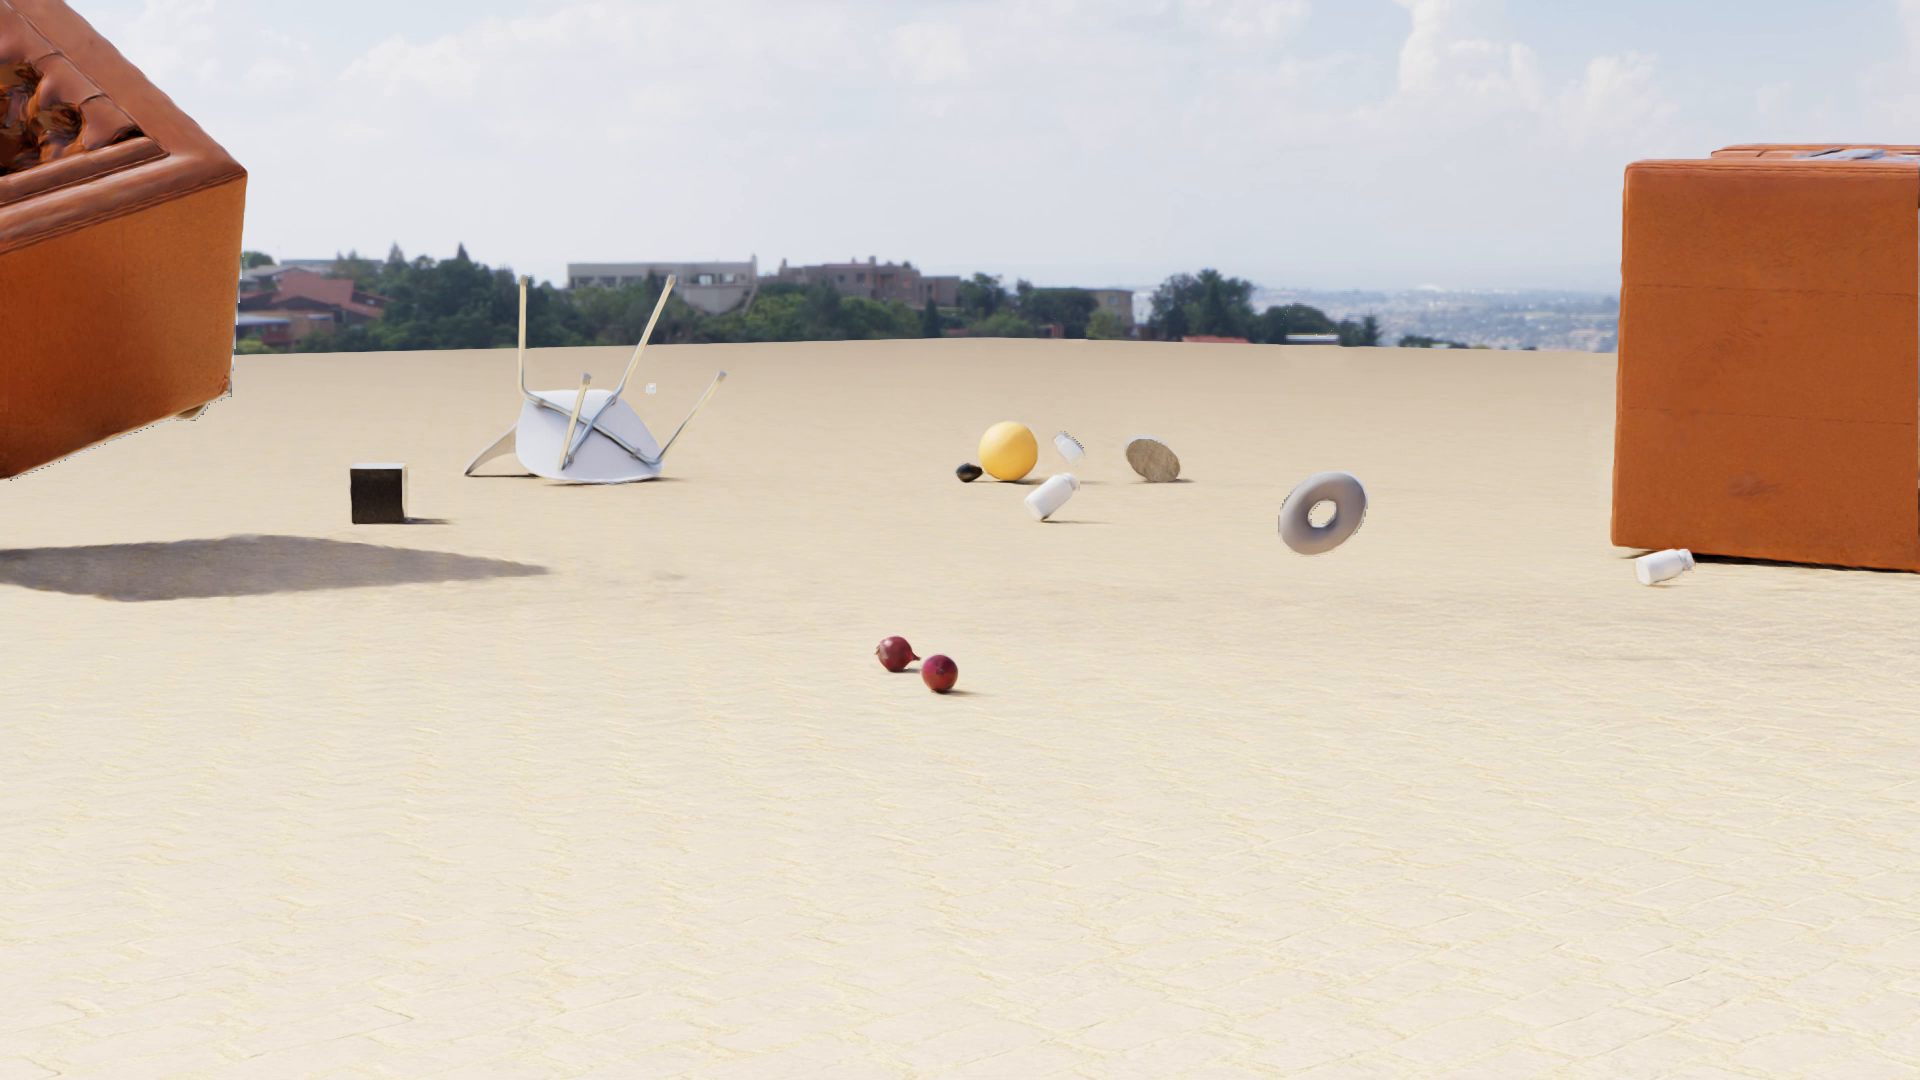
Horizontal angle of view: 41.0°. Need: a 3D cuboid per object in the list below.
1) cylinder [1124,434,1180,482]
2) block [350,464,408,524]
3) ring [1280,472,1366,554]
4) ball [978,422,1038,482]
[{"bbox_3d":[0.617,-0.263,8.268,0.186,0.122,0.180,30,5,-3],"label":"cylinder"},{"bbox_3d":[-1.563,-0.126,6.912,0.135,0.148,0.175,-1,6,-7],"label":"block"},{"bbox_3d":[0.646,-0.047,4.568,0.170,0.126,0.059,-42,-8,6],"label":"ring"},{"bbox_3d":[0.156,-0.285,8.233,0.193,0.193,0.193,0,6,0],"label":"ball"}]
